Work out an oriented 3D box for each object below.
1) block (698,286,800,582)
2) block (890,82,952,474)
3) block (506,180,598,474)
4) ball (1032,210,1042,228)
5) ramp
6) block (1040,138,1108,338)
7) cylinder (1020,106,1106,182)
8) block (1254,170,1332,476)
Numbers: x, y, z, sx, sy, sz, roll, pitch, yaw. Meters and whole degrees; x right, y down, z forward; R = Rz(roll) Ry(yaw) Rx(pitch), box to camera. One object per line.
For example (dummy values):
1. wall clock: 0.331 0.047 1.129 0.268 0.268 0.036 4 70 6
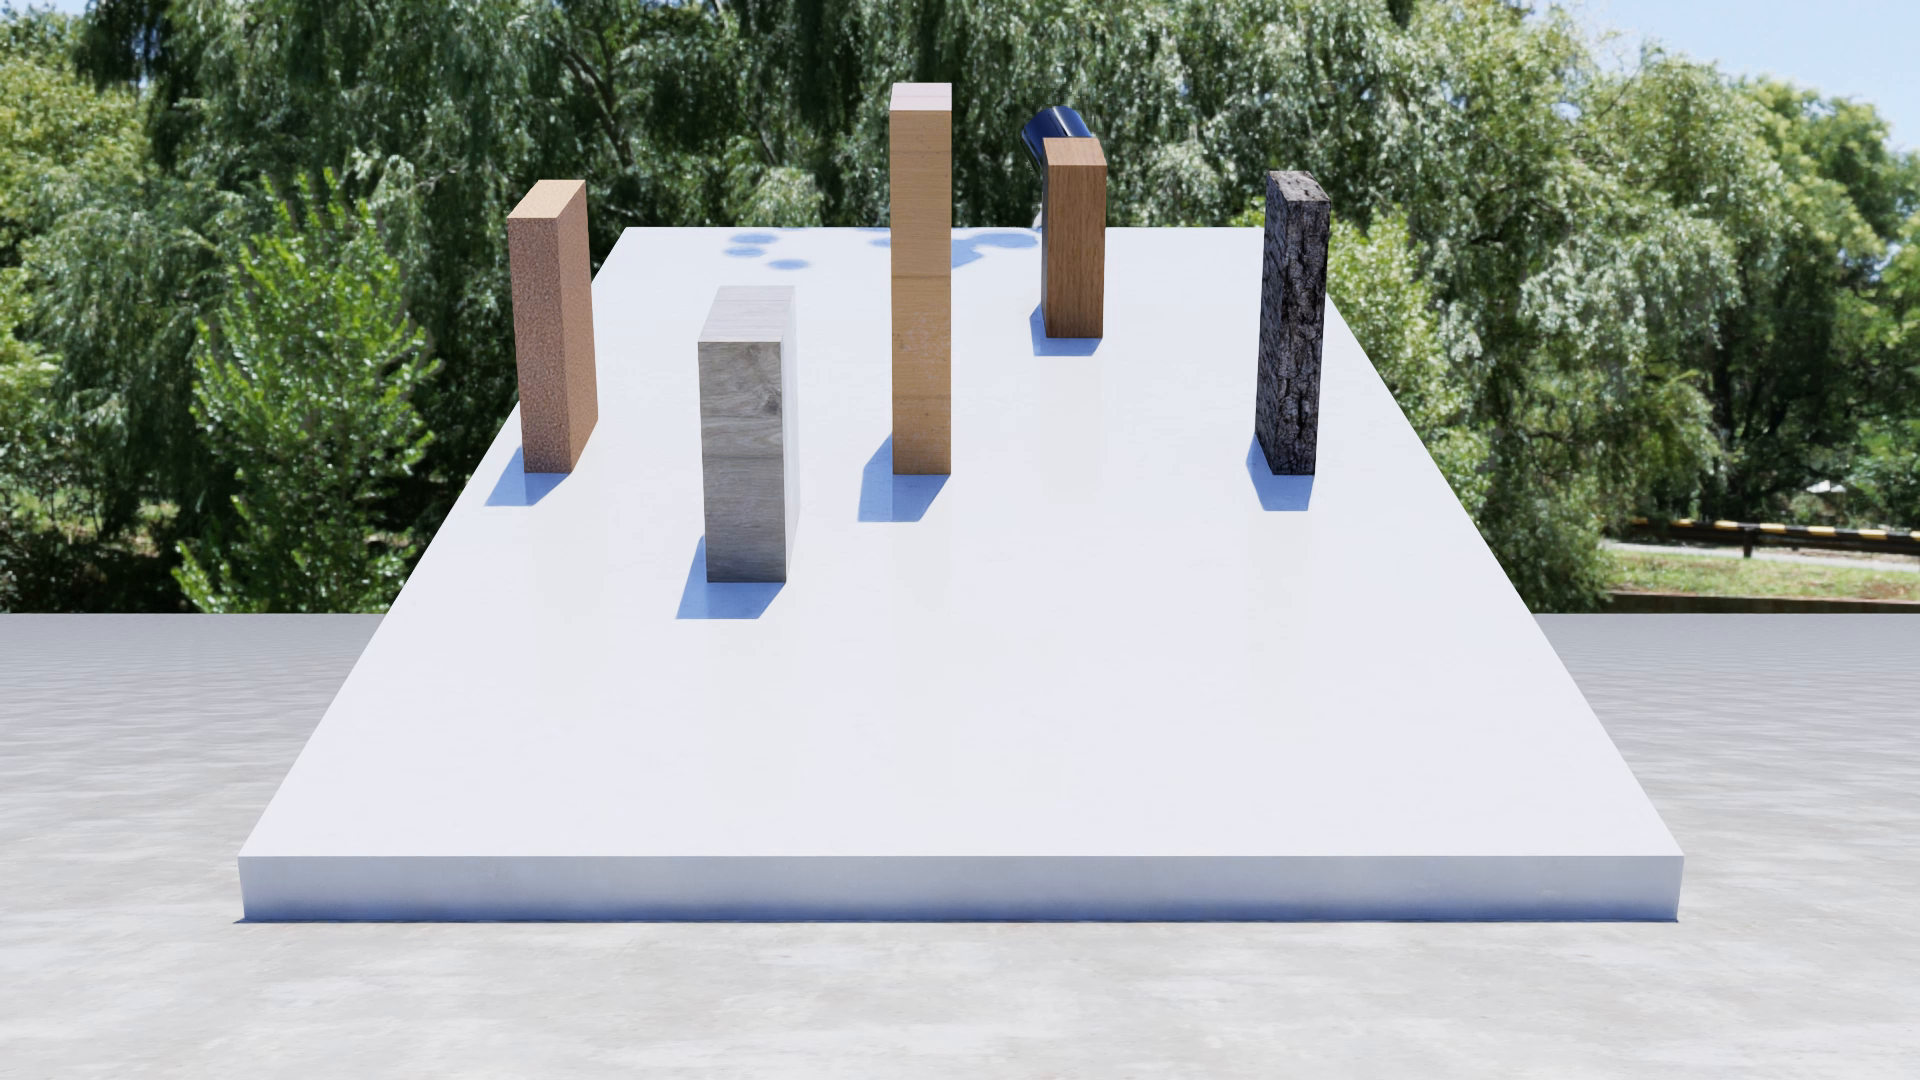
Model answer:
1. block: -0.386 -0.204 4.220 0.145 0.451 0.406 0 20 0
2. block: -0.079 -0.545 4.712 0.121 0.749 0.336 0 20 0
3. block: -0.851 -0.454 4.775 0.099 0.535 0.379 0 20 0
4. ball: 0.310 -0.949 6.985 0.178 0.178 0.178 0 -2 0
5. ramp: -0.005 -0.209 5.030 2.000 0.100 4.000 0 20 0
6. block: 0.287 -0.775 5.791 0.142 0.436 0.372 0 20 0
7. cylinder: 0.315 -1.175 6.908 0.204 0.204 0.204 -15 -39 -12
8. block: 0.689 -0.454 4.726 0.087 0.573 0.302 0 20 0
